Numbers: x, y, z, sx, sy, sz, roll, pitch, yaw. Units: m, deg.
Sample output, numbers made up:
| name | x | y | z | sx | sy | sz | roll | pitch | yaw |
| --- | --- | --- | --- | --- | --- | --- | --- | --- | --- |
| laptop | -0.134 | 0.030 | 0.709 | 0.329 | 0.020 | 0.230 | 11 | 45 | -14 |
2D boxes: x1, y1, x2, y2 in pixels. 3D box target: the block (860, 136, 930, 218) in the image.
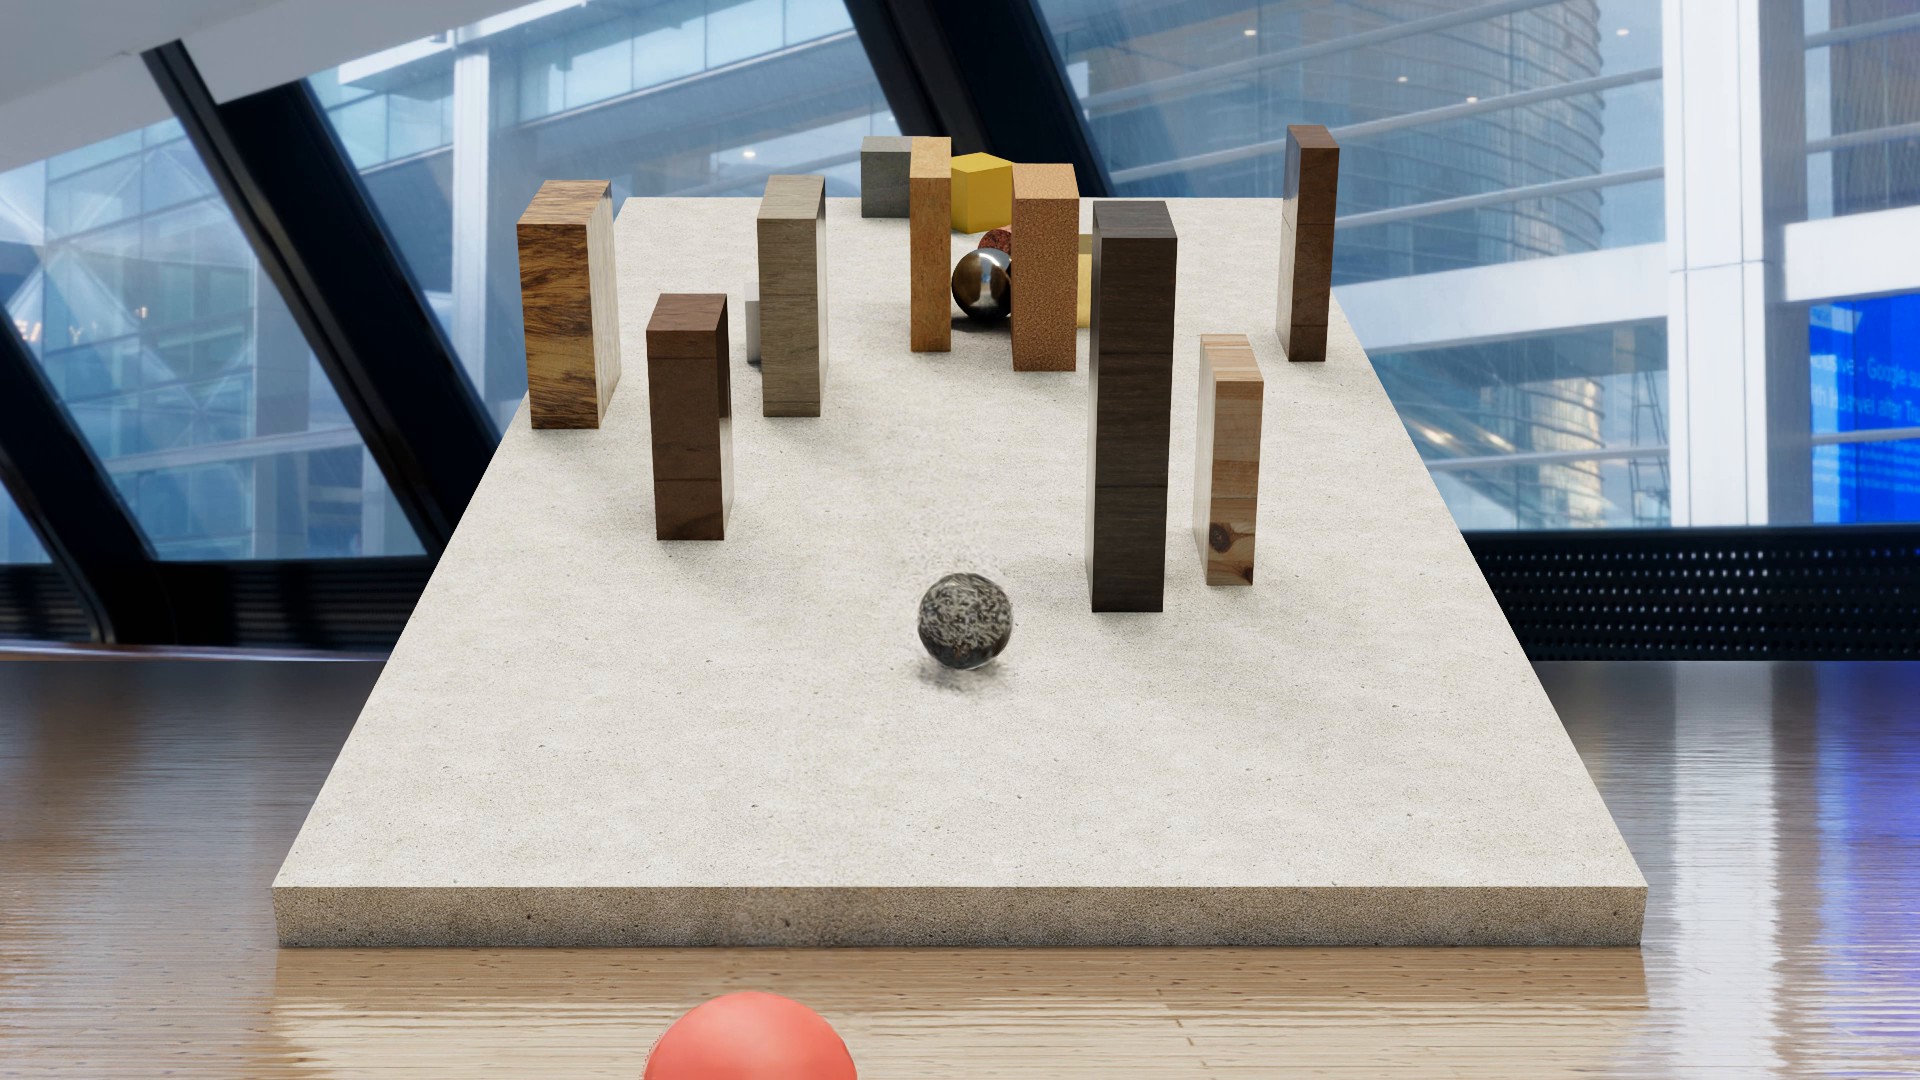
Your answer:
| name | x | y | z | sx | sy | sz | roll | pitch | yaw |
| --- | --- | --- | --- | --- | --- | --- | --- | --- | --- |
| block | -0.190 | -1.081 | 6.870 | 0.199 | 0.199 | 0.199 | 0 | 23 | 0 |

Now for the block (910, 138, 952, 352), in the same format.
| name | x | y | z | sx | sy | sz | roll | pitch | yaw |
| --- | --- | --- | --- | --- | --- | --- | --- | --- | --- |
| block | -0.072 | -0.743 | 5.762 | 0.098 | 0.434 | 0.425 | 0 | 23 | 0 |

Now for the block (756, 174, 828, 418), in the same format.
| name | x | y | z | sx | sy | sz | roll | pitch | yaw |
| --- | --- | --- | --- | --- | --- | --- | --- | --- | --- |
| block | -0.380 | -0.565 | 5.303 | 0.129 | 0.460 | 0.394 | 0 | 23 | 0 |

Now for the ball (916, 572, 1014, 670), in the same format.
| name | x | y | z | sx | sy | sz | roll | pitch | yaw |
| --- | --- | --- | --- | --- | --- | --- | --- | --- | --- |
| ball | 0.009 | 0.140 | 4.000 | 0.168 | 0.168 | 0.168 | 0 | -3 | 0 |

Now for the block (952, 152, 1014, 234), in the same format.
| name | x | y | z | sx | sy | sz | roll | pitch | yaw |
| --- | --- | --- | --- | --- | --- | --- | --- | --- | --- |
| block | 0.043 | -1.012 | 6.728 | 0.181 | 0.181 | 0.181 | -15 | 27 | -33 |

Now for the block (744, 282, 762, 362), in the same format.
| name | x | y | z | sx | sy | sz | roll | pitch | yaw |
| --- | --- | --- | --- | --- | --- | --- | --- | --- | --- |
| block | -0.444 | -0.531 | 5.615 | 0.155 | 0.155 | 0.155 | -2 | 23 | -5 |

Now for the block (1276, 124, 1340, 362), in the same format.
| name | x | y | z | sx | sy | sz | roll | pitch | yaw |
| --- | --- | --- | --- | --- | --- | --- | --- | --- | --- |
| block | 0.839 | -0.720 | 5.595 | 0.090 | 0.523 | 0.245 | 0 | 23 | 0 |

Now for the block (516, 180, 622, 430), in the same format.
| name | x | y | z | sx | sy | sz | roll | pitch | yaw |
| --- | --- | --- | --- | --- | --- | --- | --- | --- | --- |
| block | -0.878 | -0.538 | 5.223 | 0.150 | 0.468 | 0.390 | 0 | 23 | 0 |

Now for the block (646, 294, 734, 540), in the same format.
| name | x | y | z | sx | sy | sz | roll | pitch | yaw |
| --- | --- | --- | --- | --- | --- | --- | --- | --- | --- |
| block | -0.531 | -0.246 | 4.575 | 0.133 | 0.432 | 0.244 | 0 | 23 | 0 |

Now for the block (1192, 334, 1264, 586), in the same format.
| name | x | y | z | sx | sy | sz | roll | pitch | yaw |
| --- | --- | --- | --- | --- | --- | --- | --- | --- | --- |
| block | 0.508 | -0.156 | 4.400 | 0.087 | 0.406 | 0.282 | 0 | 23 | 0 |

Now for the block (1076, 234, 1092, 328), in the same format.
| name | x | y | z | sx | sy | sz | roll | pitch | yaw |
| --- | --- | --- | --- | --- | --- | --- | --- | --- | --- |
| block | 0.261 | -0.661 | 5.878 | 0.192 | 0.192 | 0.192 | 0 | 23 | -1 |

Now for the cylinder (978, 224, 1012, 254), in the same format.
| name | x | y | z | sx | sy | sz | roll | pitch | yaw |
| --- | --- | --- | --- | --- | --- | --- | --- | --- | --- |
| cylinder | 0.175 | -0.746 | 6.088 | 0.187 | 0.187 | 0.187 | -3 | 14 | 46 |

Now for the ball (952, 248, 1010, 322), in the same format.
| name | x | y | z | sx | sy | sz | roll | pitch | yaw |
| --- | --- | --- | --- | --- | --- | --- | --- | --- | --- |
| ball | 0.070 | -0.649 | 5.857 | 0.186 | 0.186 | 0.186 | 0 | -3 | 0 |

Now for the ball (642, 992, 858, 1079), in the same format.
| name | x | y | z | sx | sy | sz | roll | pitch | yaw |
| --- | --- | --- | --- | --- | --- | --- | --- | --- | --- |
| ball | -0.160 | 0.430 | 1.757 | 0.169 | 0.169 | 0.169 | 0 | -3 | 0 |

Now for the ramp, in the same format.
| name | x | y | z | sx | sy | sz | roll | pitch | yaw |
| --- | --- | --- | --- | --- | --- | --- | --- | --- | --- |
| ramp | -0.007 | -0.224 | 5.215 | 2.000 | 0.100 | 4.000 | 0 | 23 | 0 |

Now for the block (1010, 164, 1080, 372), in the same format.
| name | x | y | z | sx | sy | sz | roll | pitch | yaw |
| --- | --- | --- | --- | --- | --- | --- | --- | --- | --- |
| block | 0.202 | -0.663 | 5.587 | 0.149 | 0.422 | 0.340 | 0 | 23 | 0 |

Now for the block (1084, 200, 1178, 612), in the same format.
| name | x | y | z | sx | sy | sz | roll | pitch | yaw |
| --- | --- | --- | --- | --- | --- | --- | --- | --- | --- |
| block | 0.307 | -0.242 | 4.216 | 0.131 | 0.707 | 0.256 | 0 | 23 | 0 |
